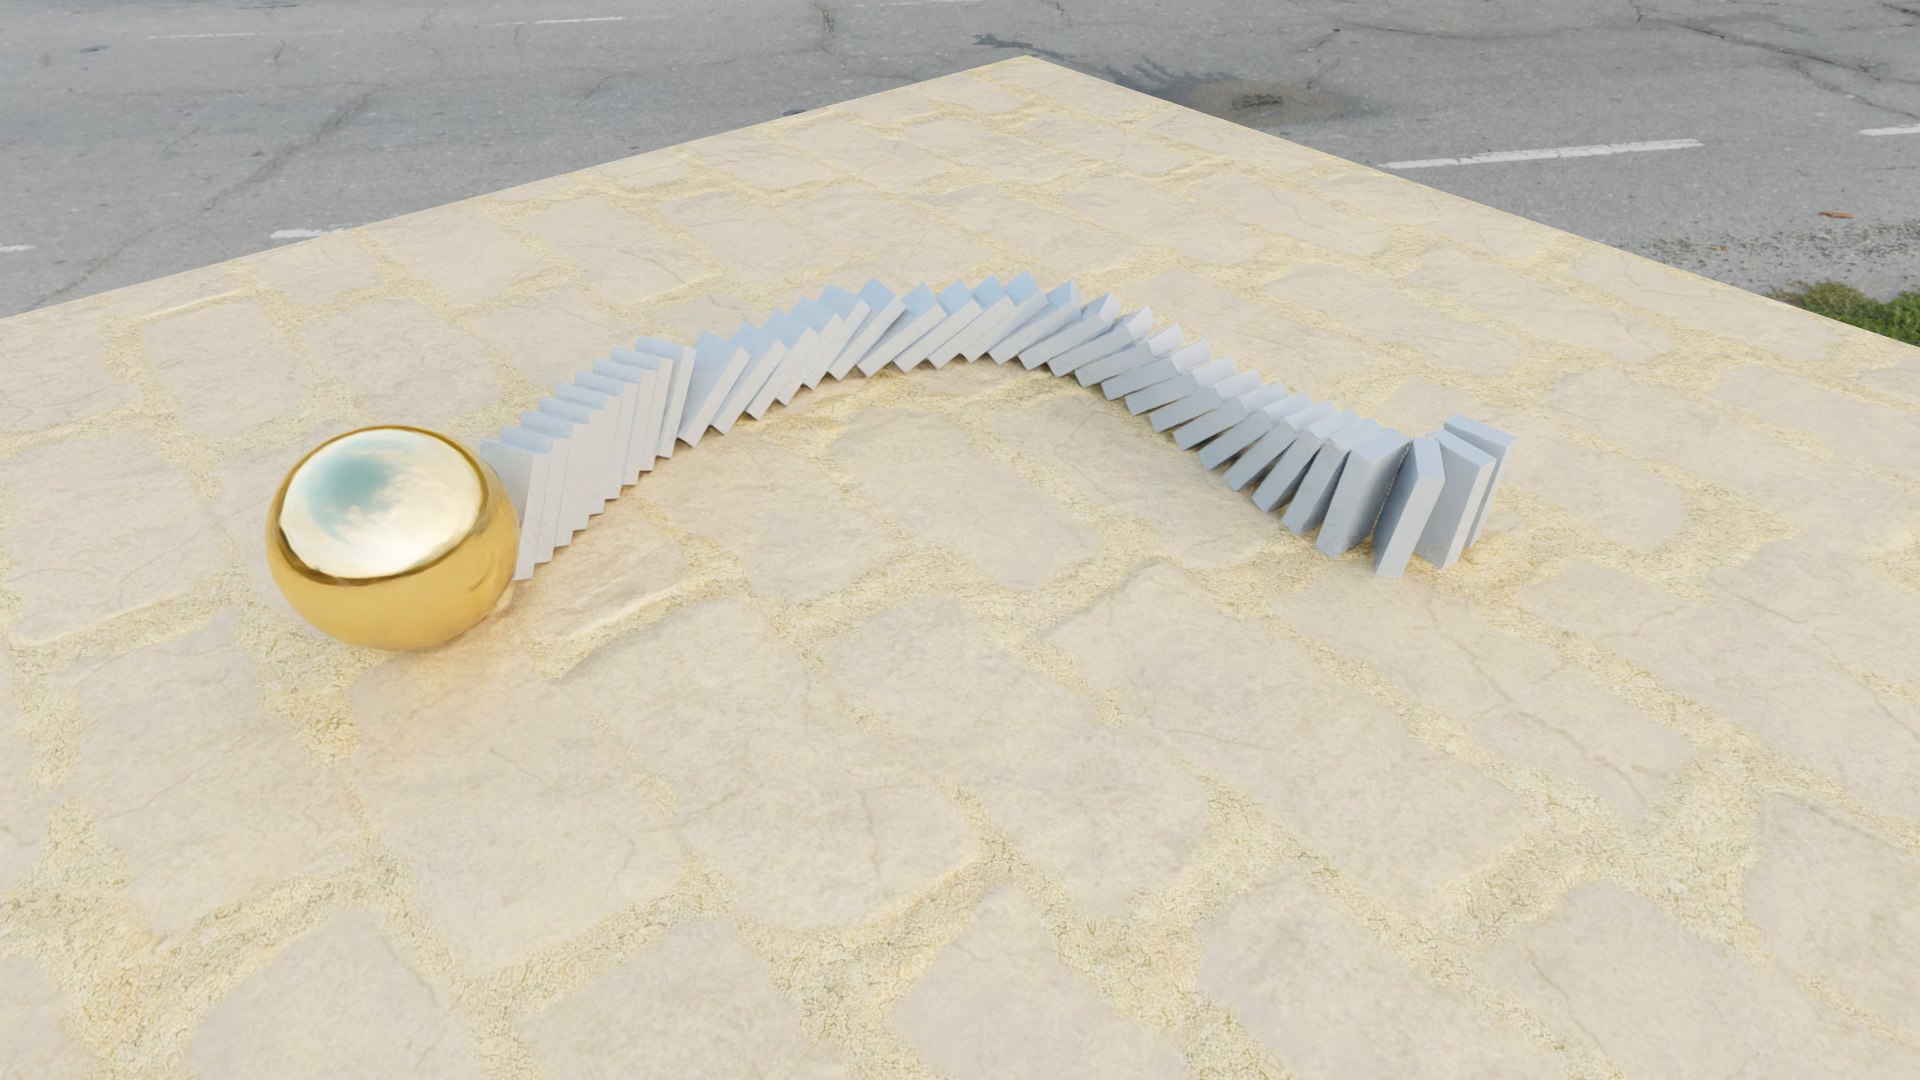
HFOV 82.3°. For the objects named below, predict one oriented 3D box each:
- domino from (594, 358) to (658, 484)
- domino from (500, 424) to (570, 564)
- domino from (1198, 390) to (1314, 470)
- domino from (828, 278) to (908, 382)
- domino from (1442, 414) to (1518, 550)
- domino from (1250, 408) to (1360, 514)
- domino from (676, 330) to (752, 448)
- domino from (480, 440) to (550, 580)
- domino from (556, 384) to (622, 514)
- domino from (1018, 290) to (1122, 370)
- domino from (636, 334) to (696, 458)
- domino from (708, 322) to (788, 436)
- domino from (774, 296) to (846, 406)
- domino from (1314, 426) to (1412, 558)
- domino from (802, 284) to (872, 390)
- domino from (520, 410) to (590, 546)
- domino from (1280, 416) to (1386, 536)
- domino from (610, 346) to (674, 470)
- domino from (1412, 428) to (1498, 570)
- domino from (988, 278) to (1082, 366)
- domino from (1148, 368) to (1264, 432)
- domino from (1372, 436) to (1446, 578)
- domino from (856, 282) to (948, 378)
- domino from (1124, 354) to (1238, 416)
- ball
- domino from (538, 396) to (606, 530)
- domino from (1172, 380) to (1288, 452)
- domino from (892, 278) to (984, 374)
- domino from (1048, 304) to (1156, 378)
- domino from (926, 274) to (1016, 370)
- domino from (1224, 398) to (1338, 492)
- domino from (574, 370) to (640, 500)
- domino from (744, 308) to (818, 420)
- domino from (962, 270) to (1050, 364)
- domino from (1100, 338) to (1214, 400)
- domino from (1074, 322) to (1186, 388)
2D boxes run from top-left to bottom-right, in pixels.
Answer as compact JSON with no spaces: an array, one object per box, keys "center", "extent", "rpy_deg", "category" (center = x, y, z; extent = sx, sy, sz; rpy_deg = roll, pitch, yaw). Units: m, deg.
[{"center":[-0.149,-0.051,0.476],"extent":[0.025,0.050,0.009],"rpy_deg":[15,8,18],"category":"domino"},{"center":[-0.172,-0.018,0.436],"extent":[0.025,0.050,0.009],"rpy_deg":[15,9,17],"category":"domino"},{"center":[0.127,-0.046,0.472],"extent":[0.025,0.050,0.009],"rpy_deg":[-23,82,-25],"category":"domino"},{"center":[-0.052,-0.106,0.550],"extent":[0.050,0.010,0.025],"rpy_deg":[-47,48,2],"category":"domino"},{"center":[0.201,-0.023,0.440],"extent":[0.025,0.050,0.009],"rpy_deg":[32,49,33],"category":"domino"},{"center":[0.142,-0.032,0.451],"extent":[0.025,0.050,0.009],"rpy_deg":[-23,67,-26],"category":"domino"},{"center":[-0.120,-0.070,0.507],"extent":[0.025,0.010,0.050],"rpy_deg":[26,81,29],"category":"domino"},{"center":[-0.176,-0.012,0.428],"extent":[0.025,0.050,0.010],"rpy_deg":[15,9,17],"category":"domino"},{"center":[-0.159,-0.038,0.460],"extent":[0.025,0.050,0.010],"rpy_deg":[15,9,17],"category":"domino"},{"center":[0.054,-0.104,0.548],"extent":[0.050,0.010,0.025],"rpy_deg":[-22,25,36],"category":"domino"},{"center":[-0.137,-0.064,0.494],"extent":[0.025,0.050,0.010],"rpy_deg":[15,3,18],"category":"domino"},{"center":[-0.106,-0.076,0.515],"extent":[0.025,0.010,0.050],"rpy_deg":[31,83,32],"category":"domino"},{"center":[-0.080,-0.092,0.534],"extent":[0.025,0.010,0.050],"rpy_deg":[31,84,33],"category":"domino"},{"center":[0.158,-0.018,0.433],"extent":[0.025,0.050,0.010],"rpy_deg":[-26,51,-28],"category":"domino"},{"center":[-0.069,-0.101,0.544],"extent":[0.025,0.010,0.050],"rpy_deg":[31,84,36],"category":"domino"},{"center":[-0.167,-0.025,0.444],"extent":[0.025,0.050,0.009],"rpy_deg":[15,9,17],"category":"domino"},{"center":[0.150,-0.025,0.441],"extent":[0.025,0.050,0.009],"rpy_deg":[-24,58,-26],"category":"domino"},{"center":[-0.144,-0.058,0.485],"extent":[0.025,0.050,0.010],"rpy_deg":[15,8,18],"category":"domino"},{"center":[0.189,-0.016,0.430],"extent":[0.010,0.050,0.025],"rpy_deg":[-22,44,-26],"category":"domino"},{"center":[0.038,-0.110,0.556],"extent":[0.050,0.009,0.025],"rpy_deg":[-28,31,26],"category":"domino"},{"center":[0.110,-0.062,0.494],"extent":[0.025,0.010,0.050],"rpy_deg":[-23,1,-25],"category":"domino"},{"center":[0.172,-0.012,0.425],"extent":[0.009,0.050,0.025],"rpy_deg":[11,43,7],"category":"domino"},{"center":[-0.032,-0.106,0.552],"extent":[0.050,0.010,0.025],"rpy_deg":[-36,41,11],"category":"domino"},{"center":[0.101,-0.071,0.506],"extent":[0.025,0.009,0.050],"rpy_deg":[-25,5,-27],"category":"domino"},{"center":[-0.198,-0.001,0.389],"extent":[0.080,0.080,0.080],"rpy_deg":[0,39,0],"category":"ball"},{"center":[-0.163,-0.031,0.452],"extent":[0.025,0.050,0.009],"rpy_deg":[15,9,17],"category":"domino"},{"center":[0.118,-0.054,0.483],"extent":[0.025,0.050,0.009],"rpy_deg":[-23,88,-25],"category":"domino"},{"center":[-0.014,-0.108,0.554],"extent":[0.050,0.010,0.025],"rpy_deg":[-37,39,11],"category":"domino"},{"center":[0.069,-0.097,0.540],"extent":[0.050,0.010,0.025],"rpy_deg":[-17,22,44],"category":"domino"},{"center":[0.003,-0.110,0.556],"extent":[0.050,0.010,0.025],"rpy_deg":[-37,39,11],"category":"domino"},{"center":[0.134,-0.039,0.461],"extent":[0.025,0.050,0.010],"rpy_deg":[-23,75,-26],"category":"domino"},{"center":[-0.154,-0.045,0.468],"extent":[0.025,0.050,0.009],"rpy_deg":[15,9,18],"category":"domino"},{"center":[-0.092,-0.084,0.524],"extent":[0.025,0.009,0.050],"rpy_deg":[31,84,33],"category":"domino"},{"center":[0.020,-0.114,0.560],"extent":[0.050,0.010,0.025],"rpy_deg":[-36,37,12],"category":"domino"},{"center":[0.092,-0.080,0.518],"extent":[0.025,0.010,0.050],"rpy_deg":[-30,9,-31],"category":"domino"},{"center":[0.081,-0.089,0.529],"extent":[0.025,0.010,0.050],"rpy_deg":[-36,14,-36],"category":"domino"}]
